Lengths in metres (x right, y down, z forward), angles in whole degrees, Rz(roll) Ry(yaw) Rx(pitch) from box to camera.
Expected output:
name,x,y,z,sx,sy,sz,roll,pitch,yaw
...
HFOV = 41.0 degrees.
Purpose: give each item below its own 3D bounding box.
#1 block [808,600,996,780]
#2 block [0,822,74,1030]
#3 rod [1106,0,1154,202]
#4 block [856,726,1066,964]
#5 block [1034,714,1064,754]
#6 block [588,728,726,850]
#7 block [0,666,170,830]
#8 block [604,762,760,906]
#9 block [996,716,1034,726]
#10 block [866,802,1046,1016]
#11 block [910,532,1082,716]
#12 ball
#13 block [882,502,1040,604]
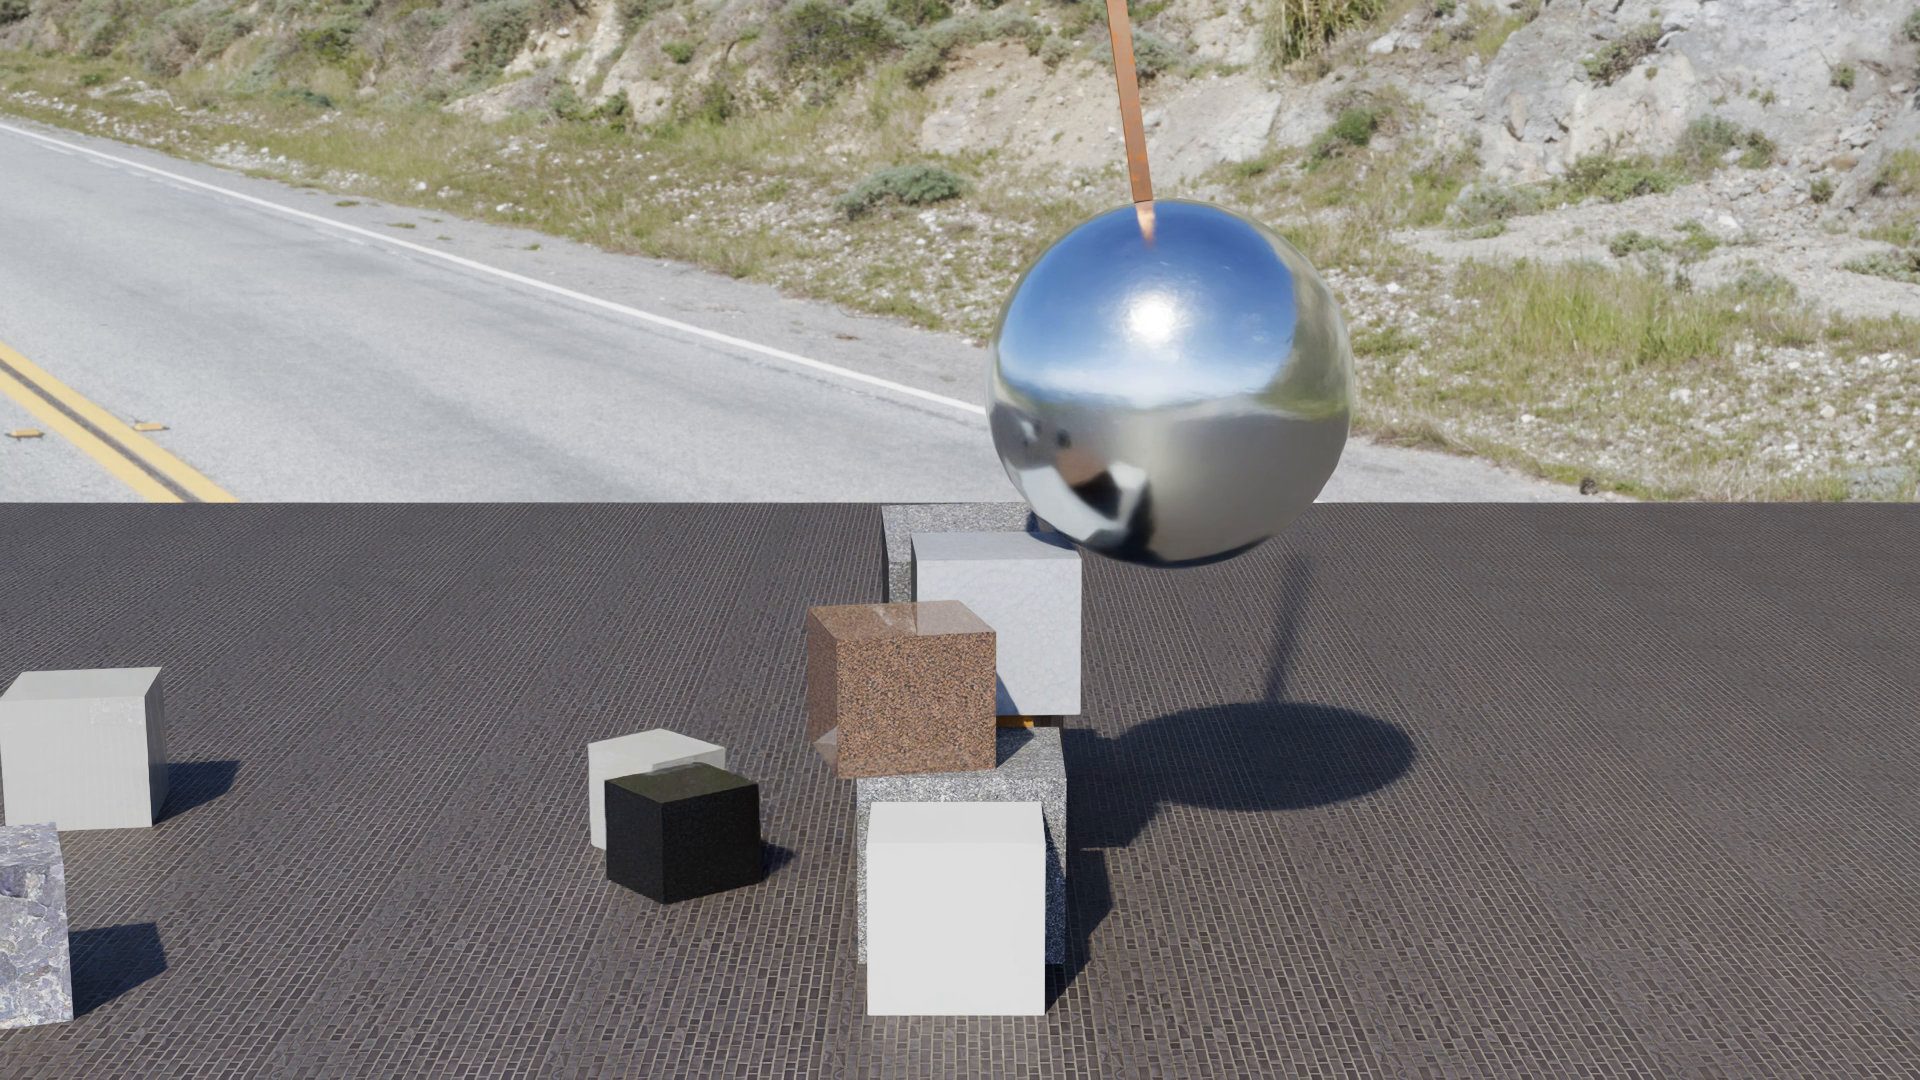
name,x,y,z,sx,sy,sz,roll,pitch,yaw
block,-0.244,0.596,10.430,0.643,0.563,0.643,-2,11,-13
block,-3.699,1.474,9.769,0.545,0.605,0.619,-4,11,-21
rod,0.390,-3.975,10.458,0.080,5.200,0.080,-8,10,2
block,0.006,1.244,10.581,0.827,0.766,0.807,0,10,0
block,0.018,0.848,12.693,0.950,0.789,0.897,0,10,0
block,-1.385,1.176,11.755,0.411,0.481,0.489,-10,14,-42
block,-4.192,0.998,12.306,0.656,0.633,0.615,-2,10,-9
block,-1.218,1.280,11.261,0.500,0.453,0.467,-8,13,-38
block,-0.031,1.076,11.343,0.683,0.824,0.728,0,10,0
block,-0.015,1.414,9.908,0.668,0.673,0.560,0,10,0
block,0.146,0.354,11.138,0.691,0.670,0.669,-1,10,-3
ball,0.900,-0.668,11.059,1.600,1.600,1.600,0,10,0
block,0.011,0.283,11.886,0.709,0.703,0.670,-2,23,-4
